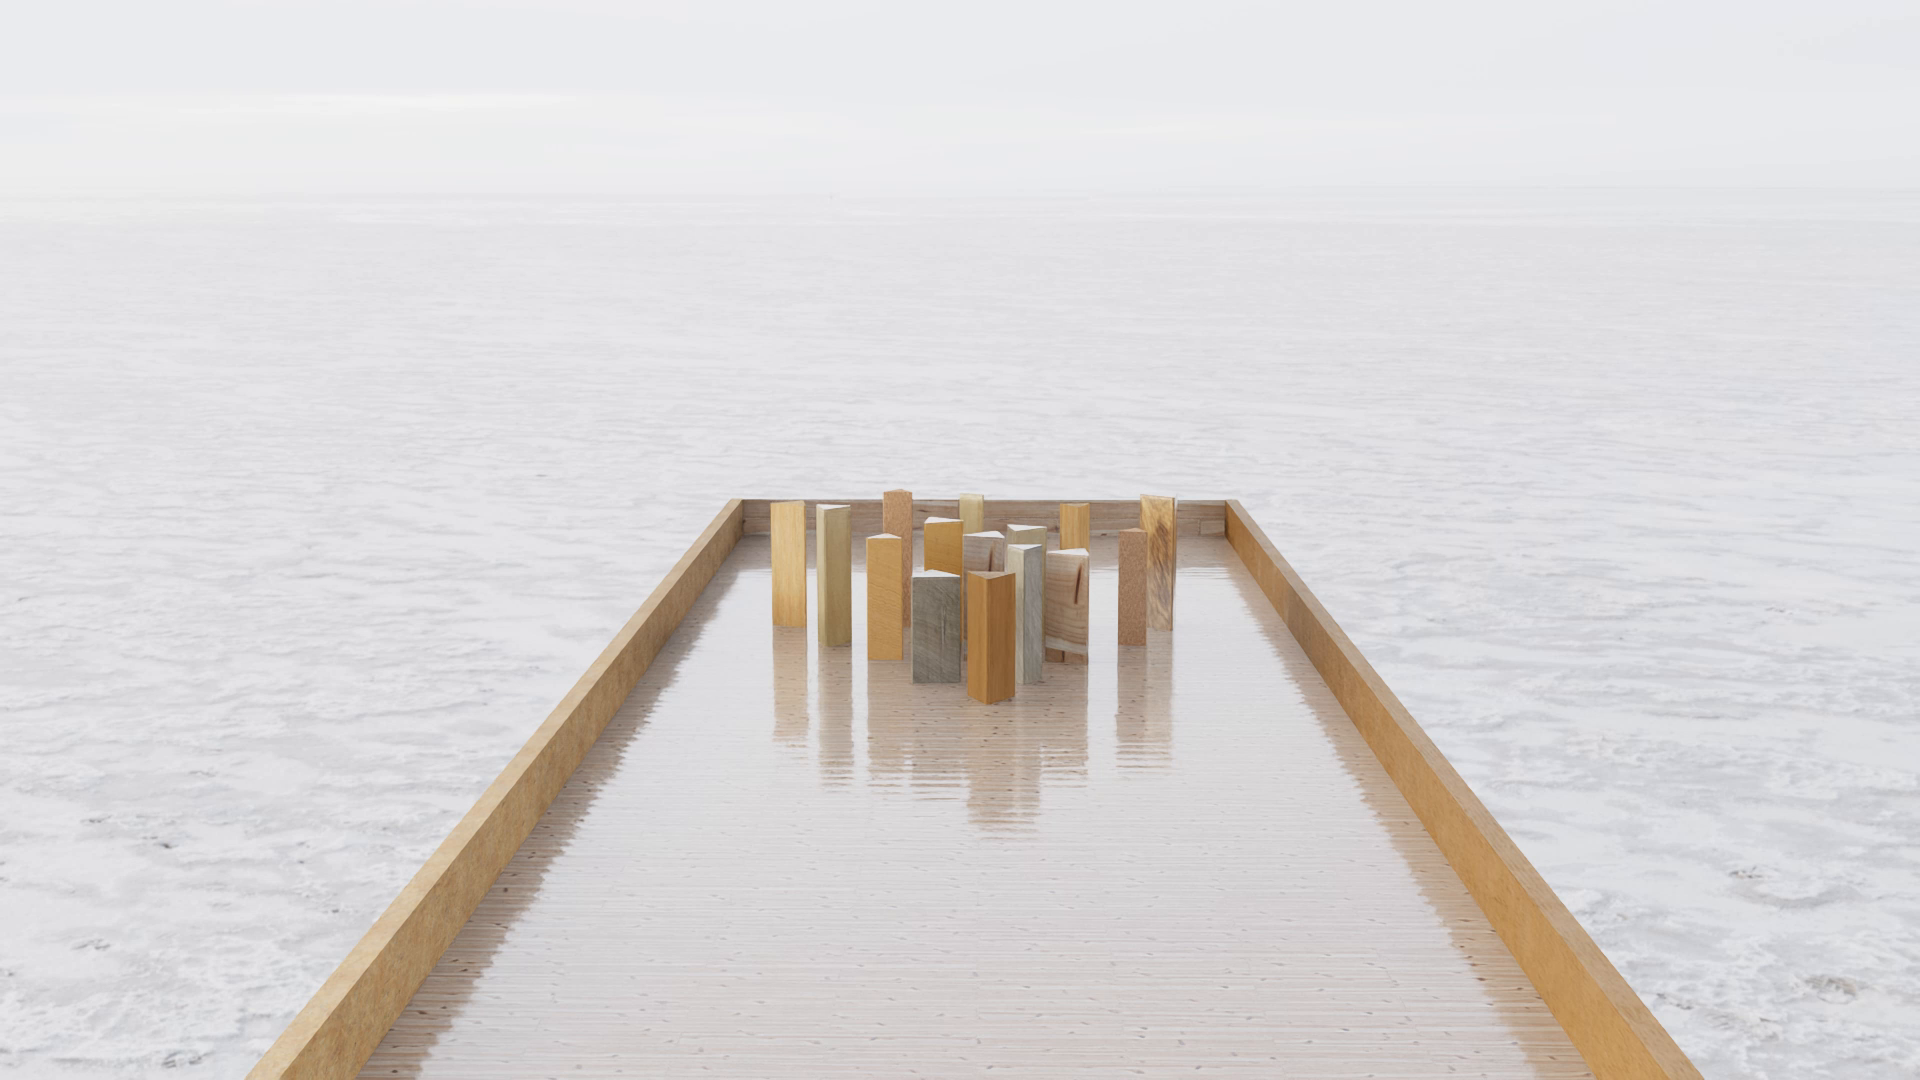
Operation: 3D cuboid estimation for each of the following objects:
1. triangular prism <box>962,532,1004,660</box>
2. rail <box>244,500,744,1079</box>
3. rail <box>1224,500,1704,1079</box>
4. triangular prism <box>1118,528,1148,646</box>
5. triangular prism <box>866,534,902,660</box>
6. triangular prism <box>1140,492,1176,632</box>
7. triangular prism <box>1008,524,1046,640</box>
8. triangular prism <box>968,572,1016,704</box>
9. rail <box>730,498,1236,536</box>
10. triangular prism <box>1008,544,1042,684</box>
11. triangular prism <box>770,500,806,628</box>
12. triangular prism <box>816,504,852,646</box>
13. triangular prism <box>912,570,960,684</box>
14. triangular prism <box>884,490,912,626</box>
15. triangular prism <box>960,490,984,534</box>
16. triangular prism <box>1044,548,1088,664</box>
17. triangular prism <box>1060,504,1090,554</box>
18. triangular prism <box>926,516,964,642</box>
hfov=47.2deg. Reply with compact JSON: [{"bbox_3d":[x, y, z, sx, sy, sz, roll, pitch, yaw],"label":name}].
[{"bbox_3d":[0.090,0.172,6.692,0.132,0.387,0.114,3,10,21],"label":"triangular prism"},{"bbox_3d":[-1.004,0.839,3.234,0.050,0.150,12.000,0,9,1],"label":"rail"},{"bbox_3d":[1.046,0.843,3.208,0.050,0.150,12.000,0,9,1],"label":"rail"},{"bbox_3d":[0.548,0.147,6.927,0.089,0.362,0.077,2,9,12],"label":"triangular prism"},{"bbox_3d":[-0.226,0.172,6.725,0.107,0.375,0.093,0,9,3],"label":"triangular prism"},{"bbox_3d":[0.673,0.066,7.193,0.132,0.439,0.114,7,12,39],"label":"triangular prism"},{"bbox_3d":[0.188,0.139,6.968,0.130,0.365,0.113,-7,11,-38],"label":"triangular prism"},{"bbox_3d":[0.069,0.269,6.178,0.116,0.355,0.134,6,11,35],"label":"triangular prism"},{"bbox_3d":[0.099,-0.098,9.147,2.100,0.150,0.050,0,9,1],"label":"rail"},{"bbox_3d":[0.175,0.213,6.399,0.085,0.397,0.098,6,11,32],"label":"triangular prism"},{"bbox_3d":[-0.541,0.076,7.243,0.125,0.403,0.108,4,10,22],"label":"triangular prism"},{"bbox_3d":[-0.416,0.108,6.933,0.097,0.436,0.112,8,12,43],"label":"triangular prism"},{"bbox_3d":[-0.077,0.251,6.428,0.142,0.313,0.123,-1,9,-6],"label":"triangular prism"},{"bbox_3d":[-0.199,0.058,7.220,0.094,0.445,0.081,1,9,5],"label":"triangular prism"},{"bbox_3d":[0.055,0.063,7.194,0.088,0.443,0.076,5,10,28],"label":"triangular prism"},{"bbox_3d":[0.350,0.198,6.692,0.142,0.334,0.123,5,10,27],"label":"triangular prism"},{"bbox_3d":[0.389,0.083,7.195,0.084,0.404,0.097,-7,11,-38],"label":"triangular prism"},{"bbox_3d":[-0.071,0.127,6.970,0.131,0.388,0.113,-4,10,-23],"label":"triangular prism"}]
